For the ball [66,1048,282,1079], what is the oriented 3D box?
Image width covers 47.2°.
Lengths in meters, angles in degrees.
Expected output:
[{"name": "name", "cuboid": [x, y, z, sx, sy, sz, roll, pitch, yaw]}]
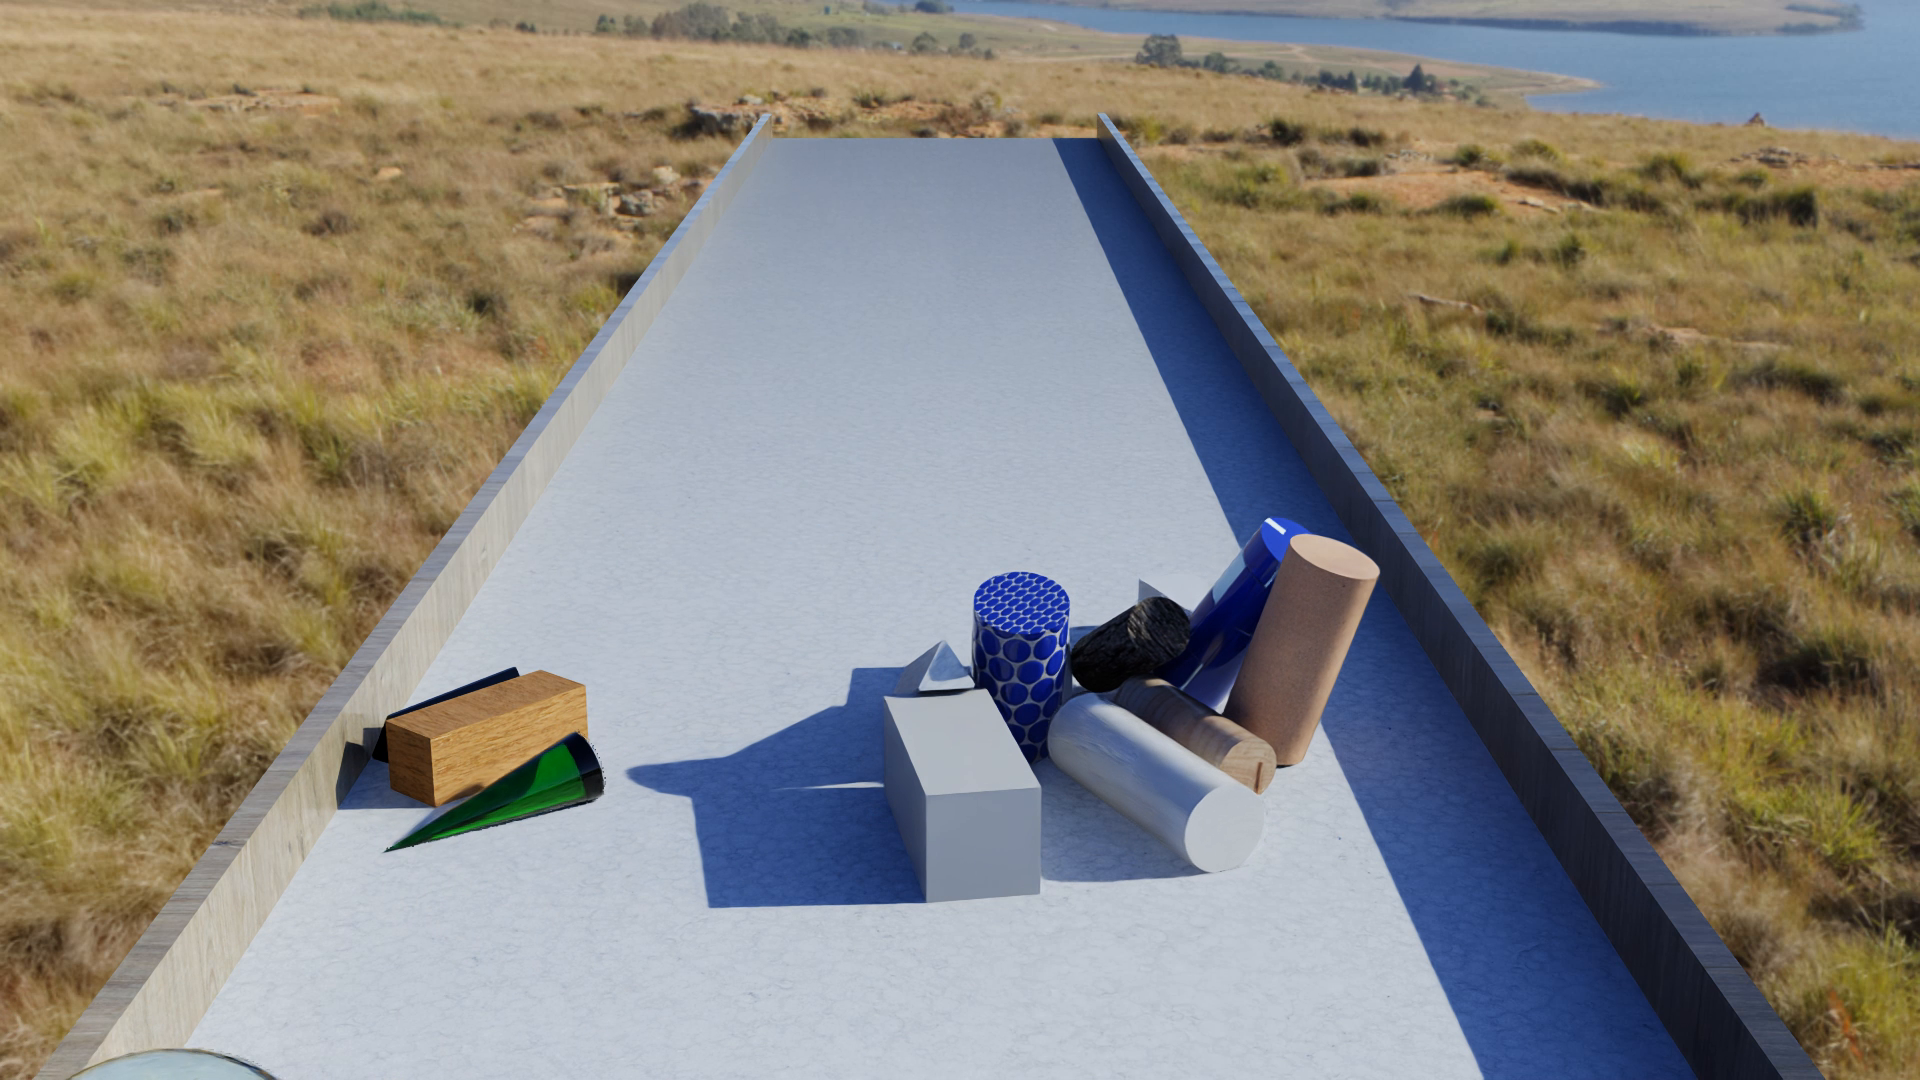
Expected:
[{"name": "ball", "cuboid": [-0.800, 0.702, 2.208, 0.375, 0.375, 0.375, 0, 17, 0]}]

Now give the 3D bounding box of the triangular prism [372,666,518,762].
[{"name": "triangular prism", "cuboid": [-0.917, 0.316, 3.996, 0.105, 0.091, 0.305, 11, 20, 33]}]

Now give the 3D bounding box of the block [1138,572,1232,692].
[{"name": "block", "cuboid": [0.500, 0.183, 4.411, 0.114, 0.114, 0.415, -6, 18, -21]}]

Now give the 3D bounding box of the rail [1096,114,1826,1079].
[{"name": "rail", "cuboid": [0.932, -0.844, 7.801, 0.050, 0.150, 12.000, 0, 17, -1]}]

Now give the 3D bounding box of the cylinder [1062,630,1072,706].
[{"name": "cylinder", "cuboid": [0.125, 0.218, 4.193, 0.172, 0.172, 0.345, 0, 17, 1]}]

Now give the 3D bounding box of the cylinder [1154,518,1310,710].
[{"name": "cylinder", "cuboid": [0.517, 0.142, 4.059, 0.149, 0.379, 0.149, 21, 37, -17]}]

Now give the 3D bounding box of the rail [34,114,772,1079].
[{"name": "rail", "cuboid": [-1.118, -0.838, 7.780, 0.050, 0.150, 12.000, 0, 17, -1]}]

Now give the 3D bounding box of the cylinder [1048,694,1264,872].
[{"name": "cylinder", "cuboid": [0.316, 0.395, 3.642, 0.147, 0.147, 0.450, -8, 18, -25]}]

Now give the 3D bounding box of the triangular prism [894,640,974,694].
[{"name": "triangular prism", "cuboid": [-0.061, 0.244, 3.934, 0.095, 0.082, 0.444, -3, -9, -10]}]

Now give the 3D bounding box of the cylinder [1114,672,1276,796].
[{"name": "cylinder", "cuboid": [0.409, 0.343, 3.875, 0.114, 0.114, 0.360, -8, 18, -25]}]

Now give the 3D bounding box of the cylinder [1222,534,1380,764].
[{"name": "cylinder", "cuboid": [0.593, 0.193, 3.864, 0.163, 0.375, 0.163, 15, 22, -7]}]

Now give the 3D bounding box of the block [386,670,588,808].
[{"name": "block", "cuboid": [-0.823, 0.343, 3.851, 0.126, 0.126, 0.336, 14, 21, 38]}]

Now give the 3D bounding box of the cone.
[{"name": "cone", "cuboid": [-0.783, 0.443, 3.633, 0.376, 0.121, 0.121, -22, 26, -32]}]

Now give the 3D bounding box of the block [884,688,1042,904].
[{"name": "block", "cuboid": [-0.003, 0.404, 3.557, 0.178, 0.178, 0.437, -3, 17, -10]}]

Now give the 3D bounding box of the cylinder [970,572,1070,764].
[{"name": "cylinder", "cuboid": [0.101, 0.227, 3.854, 0.165, 0.308, 0.165, 1, 38, -1]}]

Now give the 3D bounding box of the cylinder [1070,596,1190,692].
[{"name": "cylinder", "cuboid": [0.312, 0.198, 4.084, 0.118, 0.118, 0.347, -5, -12, -16]}]
